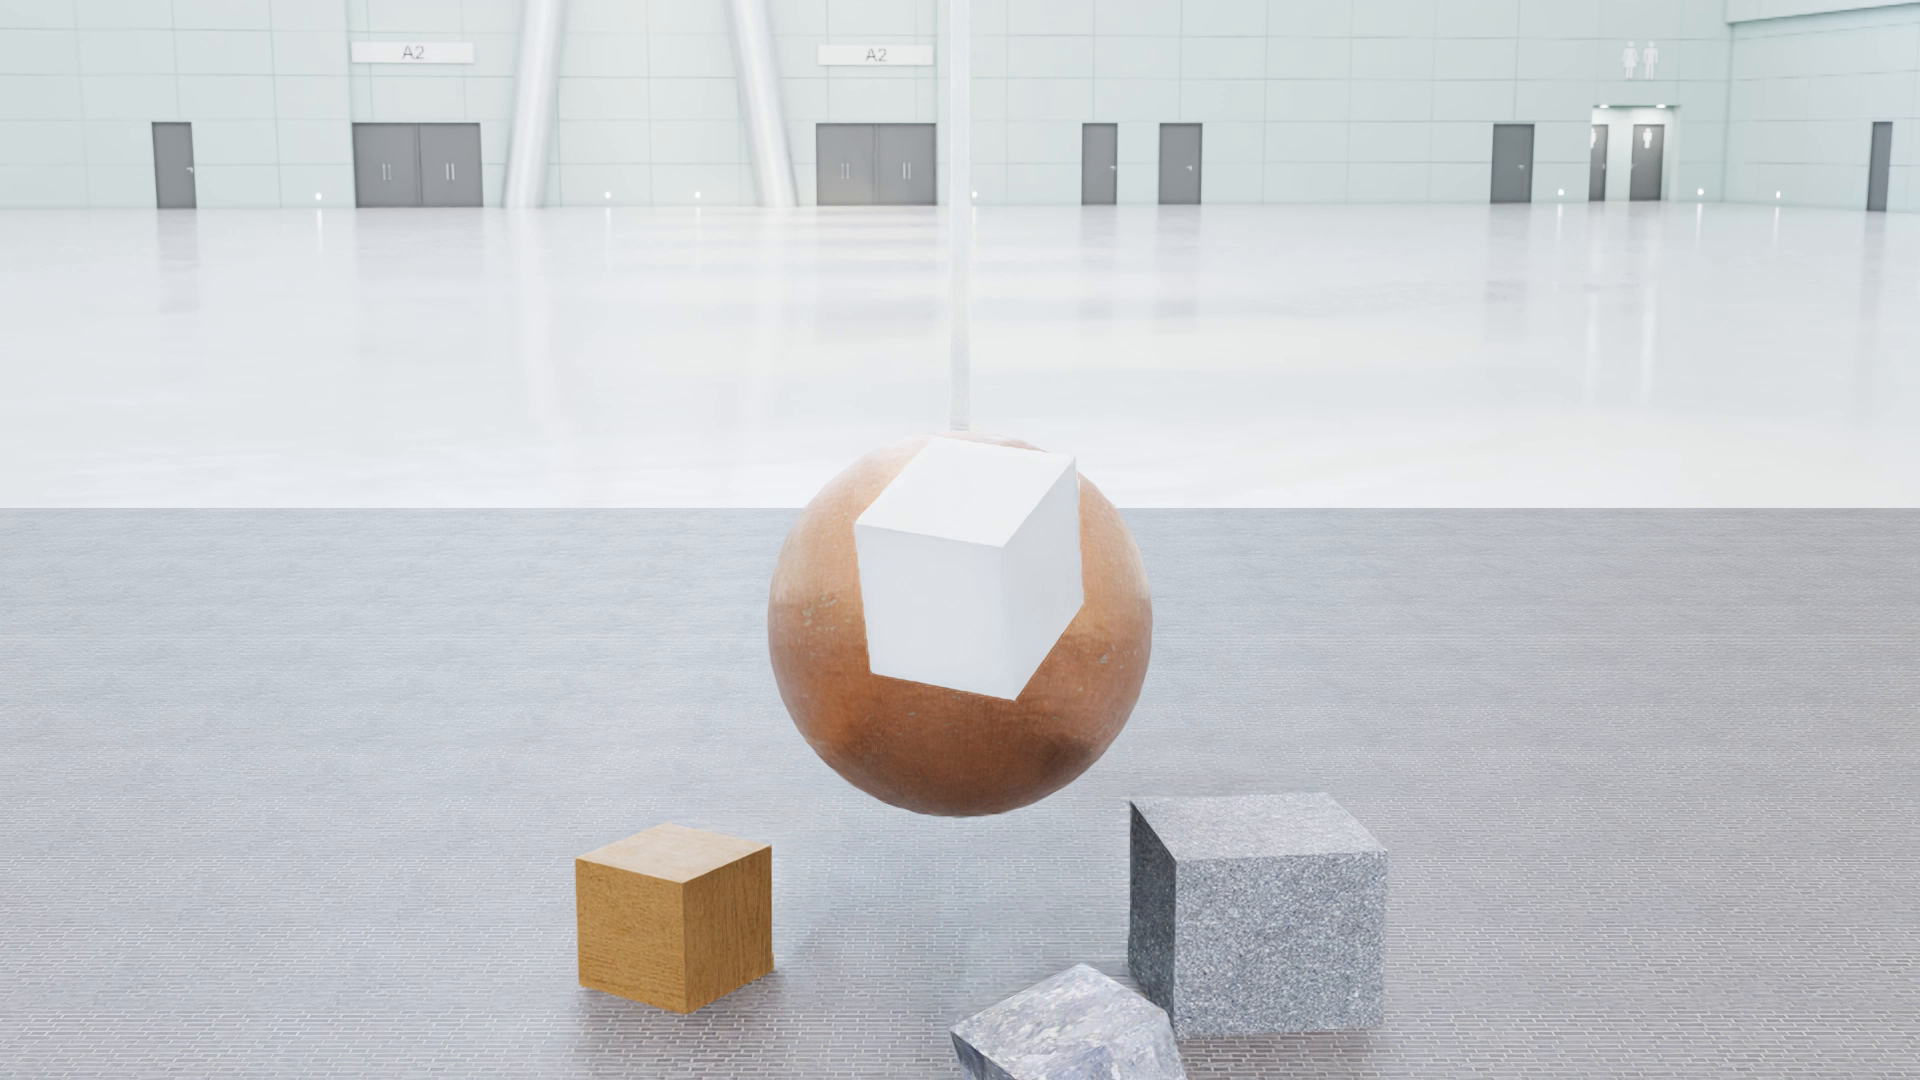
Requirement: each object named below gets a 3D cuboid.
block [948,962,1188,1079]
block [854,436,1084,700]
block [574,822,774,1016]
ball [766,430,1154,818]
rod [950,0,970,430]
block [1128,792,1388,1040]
[{"bbox_3d":[0.391,1.839,7.360,0.537,0.526,0.607,-22,13,-20],"label":"block"},{"bbox_3d":[0.046,0.087,7.730,0.549,0.611,0.649,9,33,23],"label":"block"},{"bbox_3d":[-1.201,1.584,9.280,0.580,0.562,0.579,7,12,33],"label":"block"},{"bbox_3d":[0.000,0.346,9.098,1.600,1.600,1.600,0,10,0],"label":"ball"},{"bbox_3d":[0.000,-3.000,9.705,0.080,5.200,0.080,0,-10,0],"label":"rod"},{"bbox_3d":[1.208,1.531,9.079,0.858,0.740,0.808,-1,10,-8],"label":"block"}]
